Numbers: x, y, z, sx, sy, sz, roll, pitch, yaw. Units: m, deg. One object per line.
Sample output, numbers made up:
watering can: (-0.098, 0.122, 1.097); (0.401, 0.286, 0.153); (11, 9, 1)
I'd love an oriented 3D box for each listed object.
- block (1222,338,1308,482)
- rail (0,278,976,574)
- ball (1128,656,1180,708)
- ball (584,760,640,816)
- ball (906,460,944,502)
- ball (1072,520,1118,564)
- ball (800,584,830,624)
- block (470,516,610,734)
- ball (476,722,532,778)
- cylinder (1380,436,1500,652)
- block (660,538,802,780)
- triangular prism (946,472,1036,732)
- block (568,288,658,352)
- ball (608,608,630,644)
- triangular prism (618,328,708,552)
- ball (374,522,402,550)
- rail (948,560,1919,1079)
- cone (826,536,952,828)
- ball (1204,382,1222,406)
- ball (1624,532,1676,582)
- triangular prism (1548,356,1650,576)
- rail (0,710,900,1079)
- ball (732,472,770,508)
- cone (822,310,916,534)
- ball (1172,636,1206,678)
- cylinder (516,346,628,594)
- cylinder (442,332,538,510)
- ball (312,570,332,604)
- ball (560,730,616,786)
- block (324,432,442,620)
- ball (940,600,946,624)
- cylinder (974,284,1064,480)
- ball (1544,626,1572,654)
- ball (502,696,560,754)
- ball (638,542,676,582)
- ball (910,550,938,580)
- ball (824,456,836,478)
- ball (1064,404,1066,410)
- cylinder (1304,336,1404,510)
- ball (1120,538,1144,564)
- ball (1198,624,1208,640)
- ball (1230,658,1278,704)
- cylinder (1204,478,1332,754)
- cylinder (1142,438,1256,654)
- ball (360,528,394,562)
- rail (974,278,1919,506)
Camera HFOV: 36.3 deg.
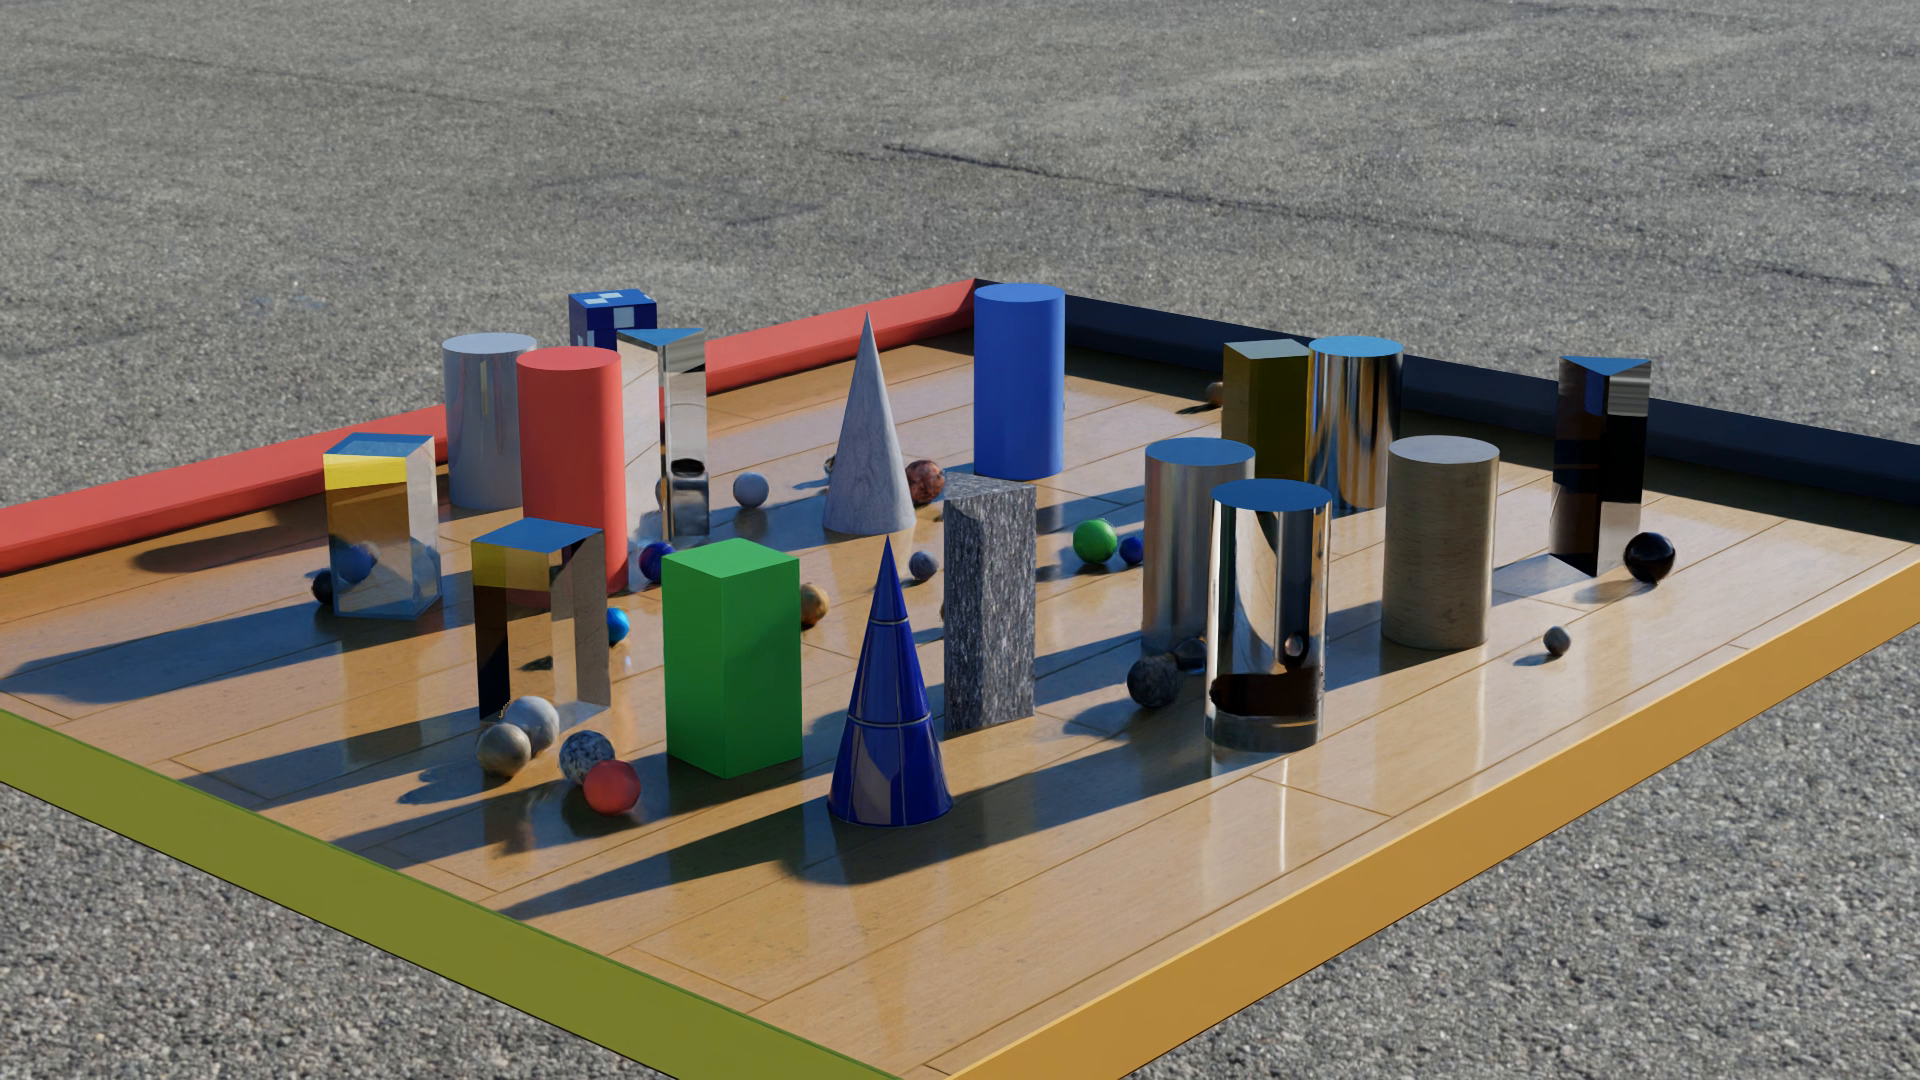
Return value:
block: (0.614, -0.255, 5.822); (0.144, 0.256, 0.144); (-5, 17, -15)
rail: (-1.001, -0.223, 5.953); (0.045, 0.117, 3.214); (14, 22, 39)
ball: (0.301, 0.220, 4.553); (0.083, 0.083, 0.083); (0, 17, 0)
ball: (-0.490, 0.349, 4.134); (0.080, 0.080, 0.080); (0, 17, 0)
ball: (-0.071, -0.113, 5.653); (0.083, 0.083, 0.083); (0, 17, 0)
ball: (0.242, 0.003, 5.274); (0.081, 0.081, 0.081); (0, 17, 0)
ball: (-0.255, 0.107, 4.949); (0.069, 0.069, 0.069); (0, 17, 0)
block: (-0.641, 0.130, 4.495); (0.144, 0.289, 0.144); (9, 19, 27)
ball: (-0.665, 0.306, 4.276); (0.079, 0.079, 0.079); (0, 17, 0)
cylinder: (0.794, 0.004, 4.858); (0.180, 0.320, 0.180); (0, 17, 0)
block: (-0.336, 0.172, 4.324); (0.144, 0.308, 0.144); (-15, 22, -40)
triangular prism: (0.015, 0.088, 4.501); (0.156, 0.367, 0.135); (-9, 19, -27)
block: (-0.701, -0.331, 5.954); (0.144, 0.326, 0.144); (-7, 18, -21)
ball: (-0.577, 0.142, 4.854); (0.059, 0.059, 0.059); (0, 17, 0)
triangular prism: (-0.522, -0.185, 5.356); (0.135, 0.394, 0.156); (-12, 20, -34)
ball: (-1.046, -0.008, 5.364); (0.049, 0.049, 0.049); (0, 17, 0)
rail: (1.001, 0.281, 4.290); (0.045, 0.117, 3.214); (14, 22, 39)
cone: (-0.100, 0.183, 4.122); (0.180, 0.404, 0.180); (0, 17, 0)
ball: (0.559, -0.318, 6.382); (0.053, 0.053, 0.053); (0, 17, 0)
ball: (1.216, 0.030, 5.168); (0.090, 0.090, 0.090); (0, 17, 0)
triangular prism: (1.125, -0.140, 5.250); (0.135, 0.368, 0.156); (14, 22, 38)
rail: (-1.038, 0.376, 3.977); (2.698, 0.117, 0.045); (14, 22, 39)
ball: (-0.401, -0.096, 5.619); (0.070, 0.070, 0.070); (0, 17, 0)
cone: (-0.171, -0.232, 5.481); (0.180, 0.411, 0.180); (0, 17, 0)
ball: (0.374, 0.187, 4.703); (0.065, 0.065, 0.065); (0, 17, 0)
cylinder: (-0.675, -0.120, 5.117); (0.180, 0.406, 0.180); (0, 17, 0)
cylinder: (-0.900, -0.230, 5.653); (0.180, 0.307, 0.180); (0, 17, 0)
ball: (-1.087, 0.081, 5.054); (0.058, 0.058, 0.058); (0, 17, 0)
ball: (-0.540, 0.316, 4.242); (0.080, 0.080, 0.080); (0, 17, 0)
block: (-0.984, -0.025, 5.010); (0.144, 0.286, 0.144); (3, 17, 9)
ball: (-0.005, 0.121, 4.922); (0.059, 0.059, 0.059); (0, 17, 0)
cylinder: (0.118, -0.318, 5.851); (0.180, 0.360, 0.180); (0, 17, 0)
ball: (0.979, 0.164, 4.803); (0.047, 0.047, 0.047); (0, 17, 0)
ball: (-0.640, 0.275, 4.368); (0.086, 0.086, 0.086); (0, 17, 0)
ball: (-0.531, 0.039, 5.172); (0.072, 0.072, 0.072); (0, 17, 0)
ball: (-0.064, 0.044, 5.189); (0.052, 0.052, 0.052); (0, 17, 0)
ball: (-0.246, -0.142, 5.810); (0.048, 0.048, 0.048); (0, 17, 0)
ball: (0.185, -0.281, 6.220); (0.076, 0.076, 0.076); (0, 17, 0)
cylinder: (0.758, -0.227, 5.656); (0.180, 0.300, 0.180); (0, 17, 0)
ball: (0.311, 0.019, 5.275); (0.049, 0.049, 0.049); (0, 17, 0)
ball: (0.422, 0.166, 4.755); (0.071, 0.071, 0.071); (0, 17, 0)
ball: (0.459, 0.220, 4.571); (0.074, 0.074, 0.074); (0, 17, 0)
cylinder: (0.462, 0.112, 4.405); (0.180, 0.375, 0.180); (0, 17, 0)
cylinder: (0.393, 0.009, 4.836); (0.180, 0.323, 0.180); (0, 17, 0)
ball: (-1.050, 0.009, 5.280); (0.059, 0.059, 0.059); (0, 17, 0)
rail: (1.038, -0.318, 6.266); (2.698, 0.117, 0.045); (14, 22, 39)
